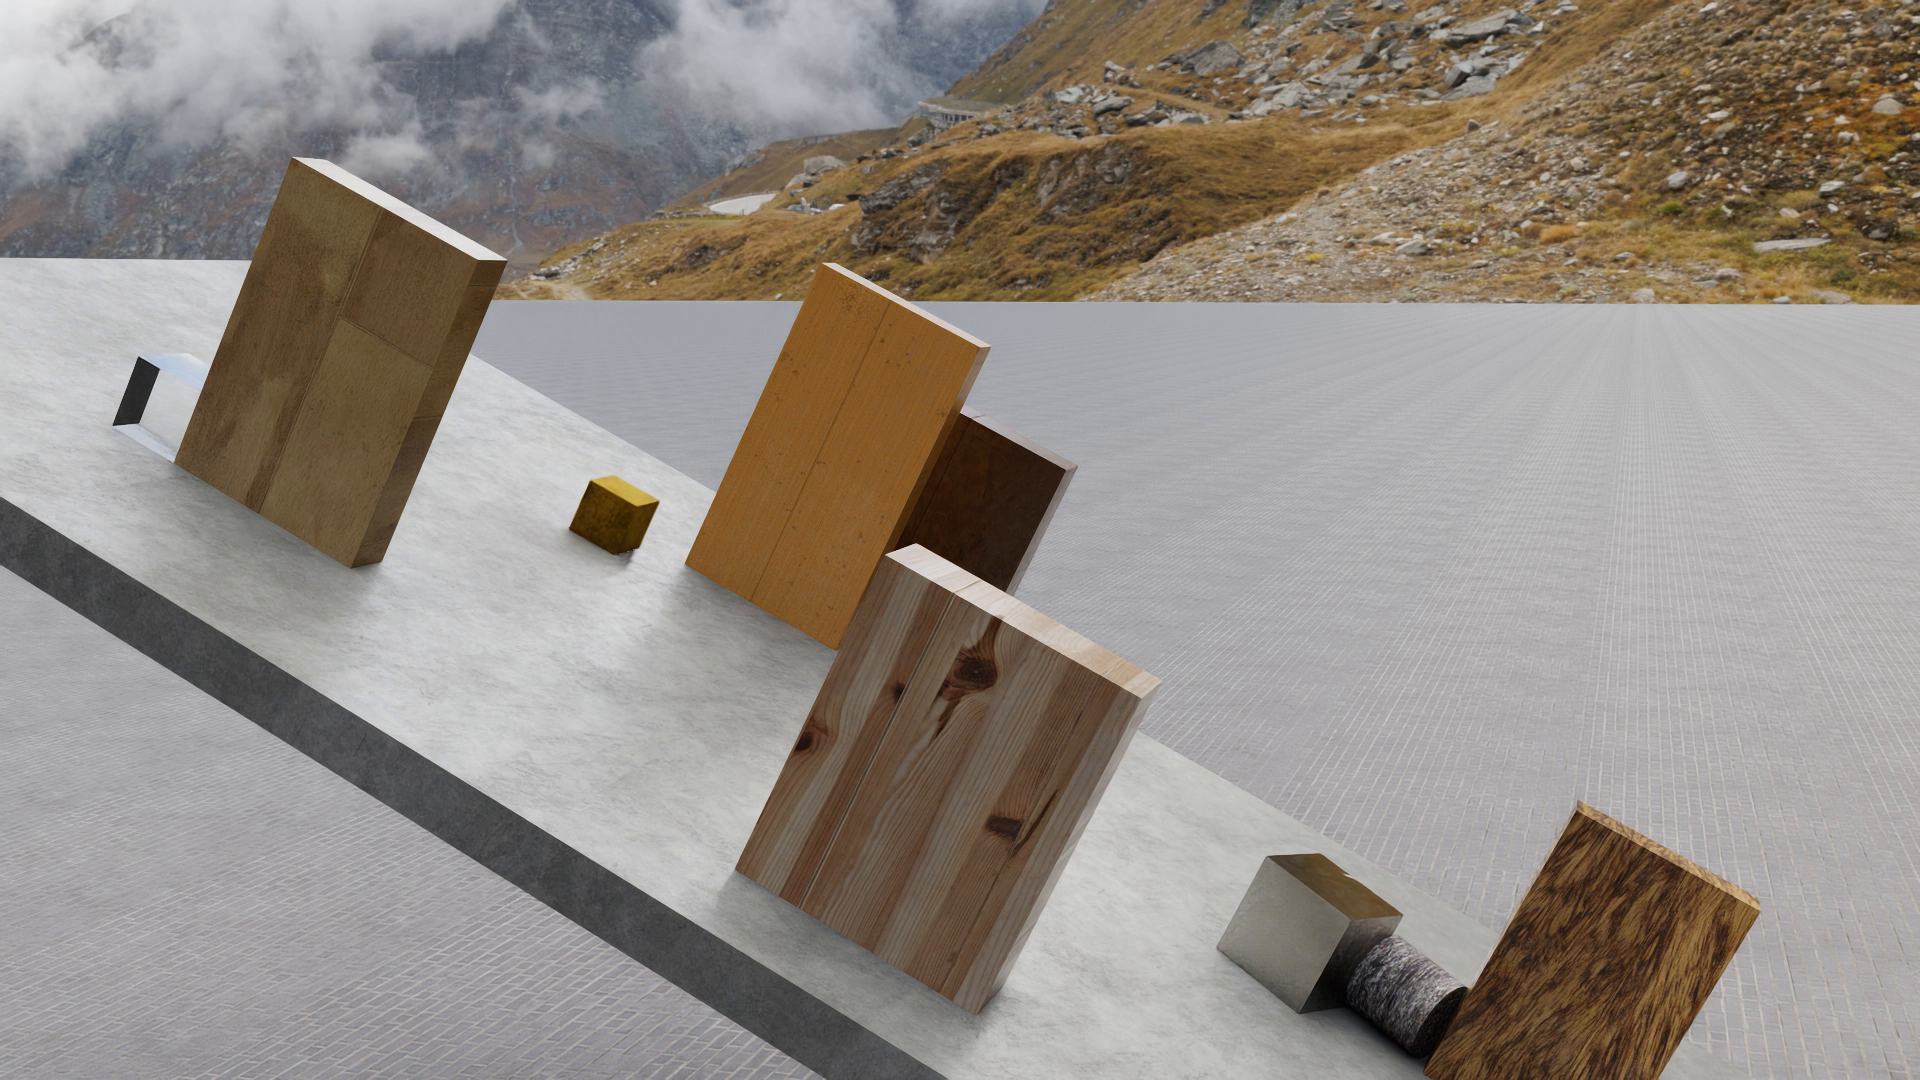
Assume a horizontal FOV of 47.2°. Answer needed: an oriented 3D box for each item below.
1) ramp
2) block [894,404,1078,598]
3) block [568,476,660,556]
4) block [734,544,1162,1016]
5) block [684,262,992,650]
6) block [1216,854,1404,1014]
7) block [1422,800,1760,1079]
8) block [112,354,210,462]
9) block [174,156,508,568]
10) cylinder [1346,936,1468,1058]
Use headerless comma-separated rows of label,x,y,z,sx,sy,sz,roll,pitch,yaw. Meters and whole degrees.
ramp,-0.242,0.407,4.158,4.000,0.100,2.000,29,14,12
block,0.000,-0.022,4.927,0.332,0.493,0.111,29,14,12
block,-0.714,-0.052,4.547,0.115,0.115,0.115,29,14,11
block,-0.021,0.359,3.347,0.435,0.556,0.147,29,14,12
block,-0.259,-0.172,4.564,0.378,0.705,0.081,29,14,12
block,0.634,0.710,3.988,0.200,0.200,0.200,36,17,35
block,1.090,0.777,3.819,0.338,0.551,0.083,29,14,12
block,-1.399,-0.239,3.949,0.140,0.140,0.140,29,14,11
block,-1.081,-0.307,3.821,0.392,0.592,0.101,29,14,12
cylinder,0.808,0.824,3.971,0.156,0.156,0.156,-7,33,-45
